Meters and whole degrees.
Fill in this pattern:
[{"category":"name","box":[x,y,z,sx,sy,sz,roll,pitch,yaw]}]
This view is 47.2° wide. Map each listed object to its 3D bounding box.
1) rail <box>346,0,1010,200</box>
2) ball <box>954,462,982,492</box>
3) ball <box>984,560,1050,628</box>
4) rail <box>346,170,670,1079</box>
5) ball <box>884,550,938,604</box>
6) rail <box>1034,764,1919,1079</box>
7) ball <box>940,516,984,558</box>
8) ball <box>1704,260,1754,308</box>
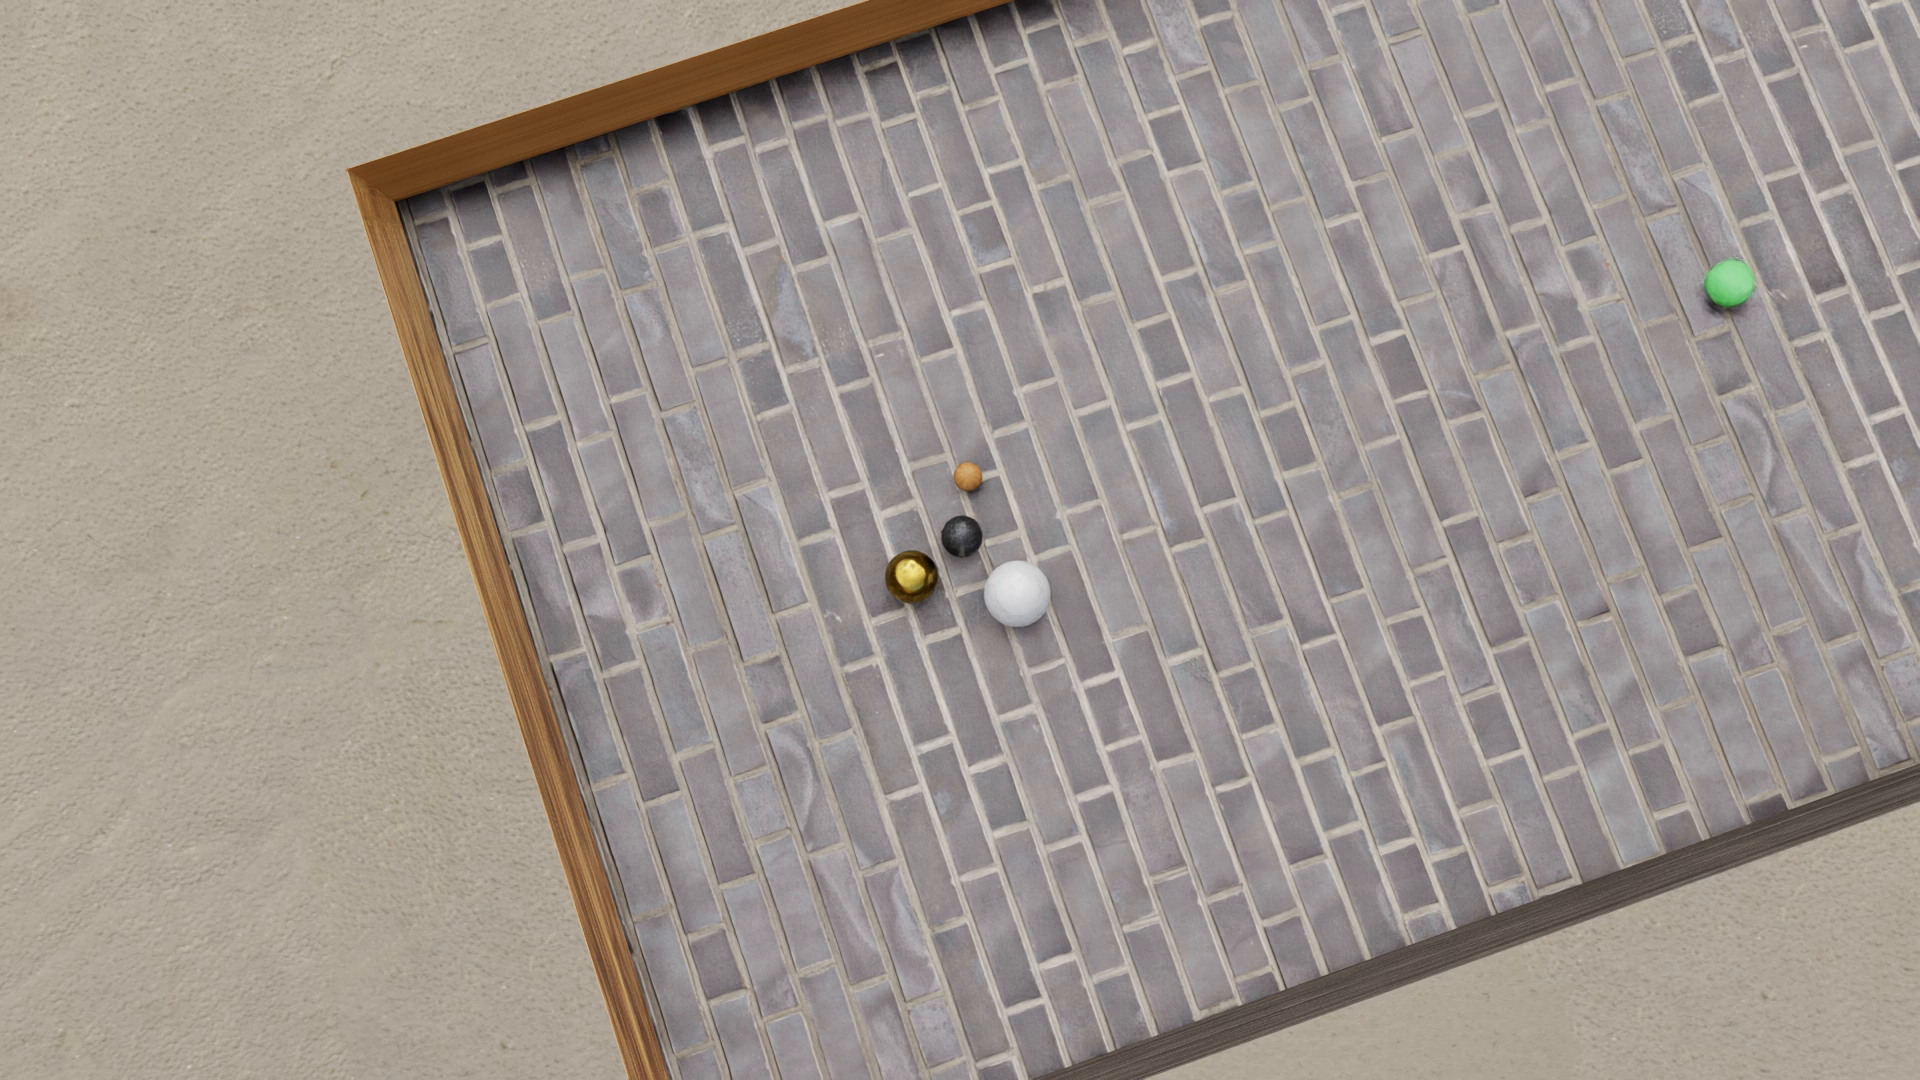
[{"category":"rail","box":[0.393,-0.967,3.436,2.765,0.129,0.045,-19,80,-3]},{"category":"ball","box":[0.012,-0.096,3.319,0.044,0.044,0.044,0,80,0]},{"category":"ball","box":[0.085,0.080,3.259,0.099,0.099,0.099,0,80,0]},{"category":"rail","box":[-0.631,0.209,3.219,0.045,0.129,1.640,-19,80,-3]},{"category":"ball","box":[-0.072,0.055,3.273,0.080,0.080,0.080,0,80,0]},{"category":"rail","box":[0.914,0.512,3.163,2.765,0.129,0.045,-19,80,-3]},{"category":"ball","box":[0.003,-0.005,3.293,0.063,0.063,0.063,0,80,0]},{"category":"ball","box":[1.176,-0.392,3.360,0.072,0.072,0.072,0,80,0]}]
